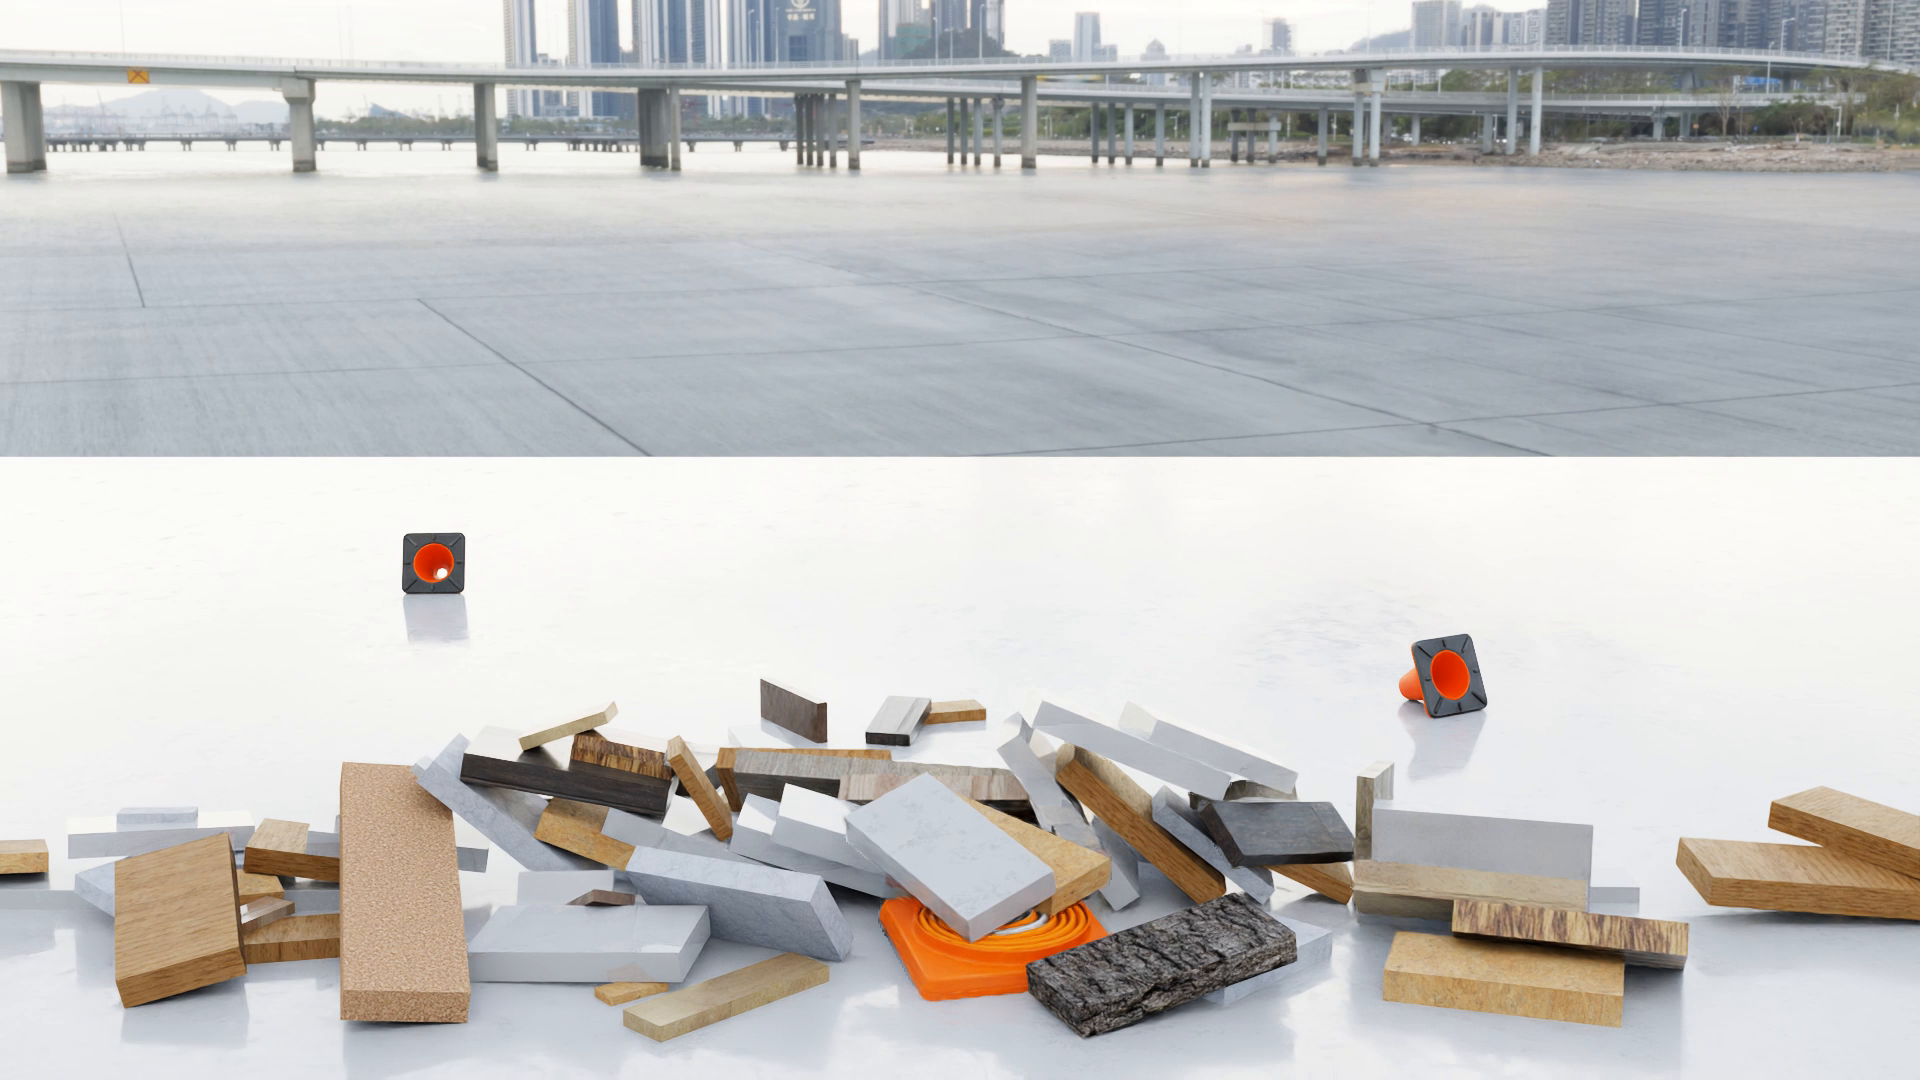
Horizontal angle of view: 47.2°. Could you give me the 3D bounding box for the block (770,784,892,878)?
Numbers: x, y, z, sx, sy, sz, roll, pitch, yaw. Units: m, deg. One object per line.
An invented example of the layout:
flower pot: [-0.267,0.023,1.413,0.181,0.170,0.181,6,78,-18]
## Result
block: [-0.137,0.496,3.620,0.338,0.048,0.169,17,10,-4]

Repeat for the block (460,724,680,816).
block: [-0.639,0.380,3.637,0.336,0.048,0.168,10,11,-2]

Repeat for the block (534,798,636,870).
block: [-0.527,0.507,3.664,0.336,0.048,0.168,21,10,-3]

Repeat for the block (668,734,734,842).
block: [-0.427,0.407,3.613,0.024,0.168,0.084,-30,18,1]

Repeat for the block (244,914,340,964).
block: [-1.047,0.620,3.420,0.224,0.032,0.112,-2,11,-12]

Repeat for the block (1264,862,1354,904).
block: [0.541,0.525,3.664,0.231,0.033,0.116,25,11,-2]

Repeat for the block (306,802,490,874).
block: [-0.929,0.494,3.659,0.289,0.041,0.144,8,11,-11]

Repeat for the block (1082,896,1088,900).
block: [0.155,0.582,3.669,0.117,0.017,0.059,0,11,-1]

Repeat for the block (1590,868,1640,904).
block: [1.022,0.575,3.671,0.197,0.028,0.099,0,11,1]

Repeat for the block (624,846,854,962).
block: [-0.341,0.561,3.394,0.328,0.164,0.046,5,50,25]

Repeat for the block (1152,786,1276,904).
block: [0.421,0.506,3.661,0.231,0.033,0.116,38,11,-3]

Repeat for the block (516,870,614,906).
block: [-0.637,0.575,3.554,0.152,0.076,0.022,-1,-30,-3]

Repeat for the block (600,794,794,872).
block: [-0.416,0.500,3.657,0.338,0.048,0.169,21,10,-3]

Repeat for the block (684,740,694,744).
block: [-0.605,0.450,4.313,0.139,0.039,0.277,9,14,39]

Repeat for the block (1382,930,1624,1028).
block: [0.803,0.645,3.242,0.335,0.047,0.167,3,11,17]

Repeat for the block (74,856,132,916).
block: [-1.289,0.576,3.514,0.238,0.034,0.119,20,20,29]

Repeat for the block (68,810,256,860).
block: [-1.335,0.491,3.675,0.289,0.041,0.144,0,3,-22]

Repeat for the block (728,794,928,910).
block: [-0.207,0.517,3.658,0.338,0.048,0.169,17,10,-2]

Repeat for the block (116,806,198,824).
block: [-1.345,0.461,3.688,0.121,0.017,0.061,1,3,-12]

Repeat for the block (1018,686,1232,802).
block: [0.268,0.333,3.601,0.334,0.047,0.167,22,2,-6]

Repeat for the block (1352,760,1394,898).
block: [0.690,0.483,3.668,0.030,0.211,0.105,6,12,28]

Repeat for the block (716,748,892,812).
block: [-0.269,0.436,3.943,0.310,0.155,0.044,0,50,9]

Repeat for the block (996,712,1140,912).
block: [0.181,0.444,3.642,0.047,0.334,0.167,-35,6,9]

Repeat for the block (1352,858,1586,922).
block: [0.793,0.557,3.428,0.345,0.049,0.172,4,-20,15]

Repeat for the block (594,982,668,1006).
block: [-0.484,0.662,3.242,0.096,0.014,0.048,-8,13,-38]

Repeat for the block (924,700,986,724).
block: [-0.038,0.374,4.766,0.173,0.024,0.086,-3,11,-17]

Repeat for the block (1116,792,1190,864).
block: [0.335,0.502,3.825,0.231,0.116,0.033,6,11,28]

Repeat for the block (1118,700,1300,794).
block: [0.413,0.344,3.653,0.275,0.039,0.138,22,2,-19]

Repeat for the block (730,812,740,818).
block: [-0.345,0.528,3.875,0.334,0.047,0.167,0,11,1]

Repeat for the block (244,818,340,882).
block: [-1.024,0.522,3.648,0.289,0.041,0.144,8,11,-7]

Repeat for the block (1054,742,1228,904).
block: [0.299,0.464,3.650,0.334,0.047,0.167,41,10,-4]

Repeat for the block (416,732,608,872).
block: [-0.735,0.465,3.656,0.336,0.048,0.168,39,9,-6]

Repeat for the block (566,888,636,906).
block: [-0.567,0.575,3.458,0.067,0.019,0.135,13,-24,-26]

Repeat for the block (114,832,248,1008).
block: [-1.191,0.573,3.352,0.175,0.049,0.349,-14,26,-15]
